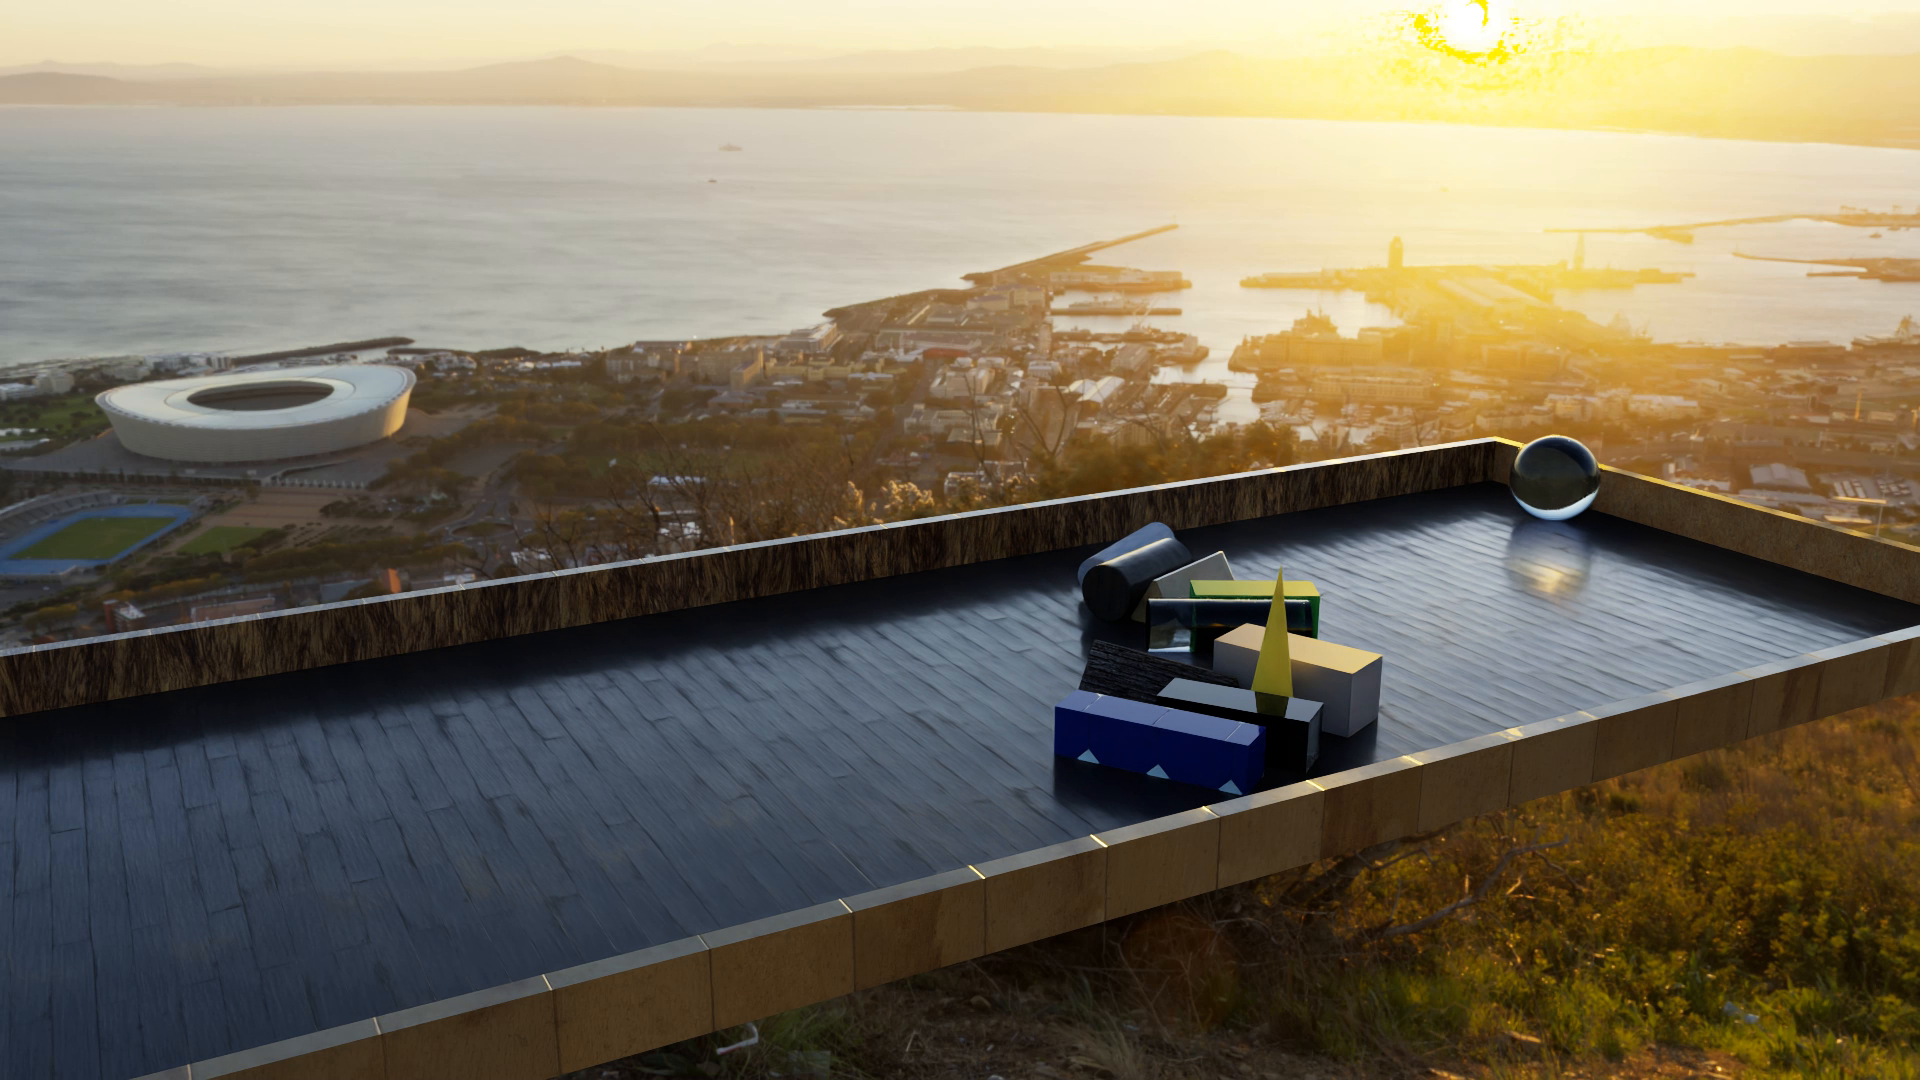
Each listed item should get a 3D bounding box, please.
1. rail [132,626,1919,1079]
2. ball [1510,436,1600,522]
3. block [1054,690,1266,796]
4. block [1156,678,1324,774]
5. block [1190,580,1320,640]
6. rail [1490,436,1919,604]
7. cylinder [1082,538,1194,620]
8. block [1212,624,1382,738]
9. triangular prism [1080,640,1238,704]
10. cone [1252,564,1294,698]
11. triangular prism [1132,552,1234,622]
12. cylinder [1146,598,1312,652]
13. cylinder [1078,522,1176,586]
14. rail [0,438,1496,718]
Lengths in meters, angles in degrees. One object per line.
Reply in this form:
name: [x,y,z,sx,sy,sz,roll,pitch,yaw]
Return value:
rail: [-2.336,1.006,1.665,12.000,0.150,0.050,-9,18,-27]
ball: [2.002,-0.208,5.551,0.288,0.288,0.288,0,16,0]
block: [0.438,0.443,3.642,0.453,0.116,0.116,9,19,28]
block: [0.628,0.416,3.720,0.348,0.123,0.123,8,18,25]
block: [0.795,0.191,4.476,0.331,0.129,0.129,0,16,1]
rail: [2.466,-0.048,5.253,0.050,0.150,2.100,-9,18,-27]
cylinder: [0.510,0.110,4.697,0.160,0.160,0.337,13,21,37]
block: [0.803,0.331,3.948,0.362,0.158,0.158,13,21,37]
triangular prism: [0.488,0.340,3.976,0.400,0.119,0.138,13,21,38]
cone: [0.722,0.247,3.776,0.125,0.411,0.125,0,19,0]
triangular prism: [0.646,0.132,4.670,0.146,0.126,0.356,13,21,37]
cylinder: [0.703,0.226,4.336,0.418,0.141,0.141,0,16,1]
cylinder: [0.506,0.055,4.959,0.118,0.118,0.442,9,19,29]
rail: [-3.305,0.497,3.399,12.000,0.150,0.050,-9,18,-27]
